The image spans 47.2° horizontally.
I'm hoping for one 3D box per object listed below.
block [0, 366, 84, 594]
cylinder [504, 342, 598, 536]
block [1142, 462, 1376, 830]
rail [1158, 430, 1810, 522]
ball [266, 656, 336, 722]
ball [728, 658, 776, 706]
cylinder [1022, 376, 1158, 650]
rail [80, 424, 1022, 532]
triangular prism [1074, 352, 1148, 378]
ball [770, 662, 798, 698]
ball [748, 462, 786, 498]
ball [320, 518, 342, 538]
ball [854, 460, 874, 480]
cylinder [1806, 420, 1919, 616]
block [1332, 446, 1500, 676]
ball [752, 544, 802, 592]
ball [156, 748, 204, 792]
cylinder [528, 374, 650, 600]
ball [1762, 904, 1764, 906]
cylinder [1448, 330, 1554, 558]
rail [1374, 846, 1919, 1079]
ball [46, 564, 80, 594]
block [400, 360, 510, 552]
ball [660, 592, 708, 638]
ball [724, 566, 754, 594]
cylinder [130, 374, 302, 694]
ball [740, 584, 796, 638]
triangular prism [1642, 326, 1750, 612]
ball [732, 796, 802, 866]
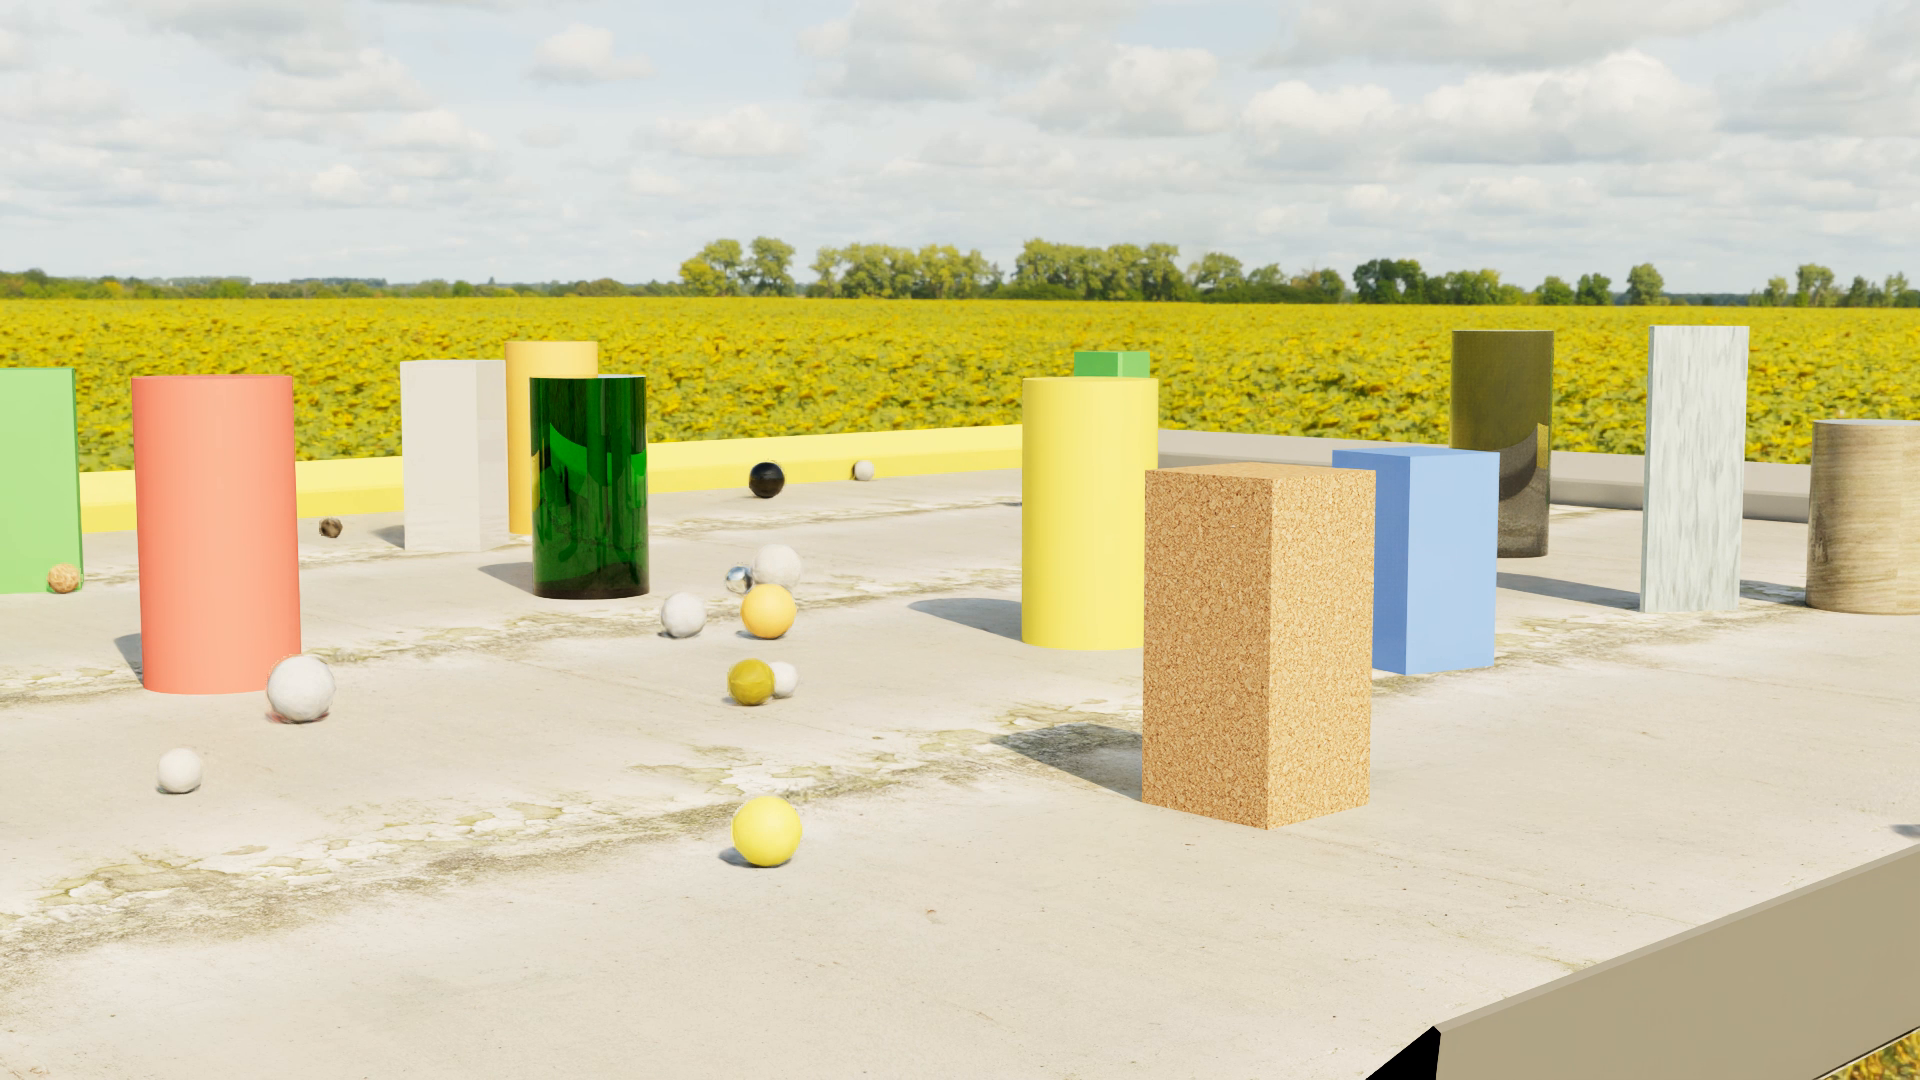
[{"bbox_3d":[-1.462,-0.096,3.453,0.143,0.344,0.143,-2,6,-20],"label":"block"},{"bbox_3d":[-0.800,-0.203,4.321,0.179,0.372,0.179,0,6,0],"label":"cylinder"},{"bbox_3d":[0.265,0.087,1.953,0.143,0.299,0.143,-6,8,-43],"label":"block"},{"bbox_3d":[1.506,-0.118,4.714,0.045,0.116,3.736,-6,8,-42],"label":"rail"},{"bbox_3d":[-0.704,0.159,2.351,0.071,0.071,0.071,0,6,0],"label":"ball"},{"bbox_3d":[-0.232,0.158,2.448,0.053,0.053,0.053,0,6,0],"label":"ball"},{"bbox_3d":[0.171,-0.039,2.910,0.179,0.347,0.179,0,6,0],"label":"cylinder"},{"bbox_3d":[-1.251,-0.114,4.680,4.145,0.116,0.045,-6,8,-42],"label":"rail"},{"bbox_3d":[0.338,-0.218,4.580,0.134,0.347,0.155,-4,7,-33],"label":"triangular prism"},{"bbox_3d":[-0.204,0.158,2.494,0.042,0.042,0.042,0,6,0],"label":"ball"},{"bbox_3d":[-0.445,-0.138,5.058,0.086,0.086,0.086,0,6,0],"label":"ball"},{"bbox_3d":[-1.200,-0.023,4.196,0.040,0.040,0.040,0,6,0],"label":"ball"},{"bbox_3d":[-0.242,-0.176,5.564,0.053,0.053,0.053,0,6,0],"label":"ball"},{"bbox_3d":[1.342,-0.036,3.230,0.179,0.273,0.179,0,6,0],"label":"cylinder"},{"bbox_3d":[0.562,0.021,2.732,0.143,0.264,0.143,-4,7,-30],"label":"block"},{"bbox_3d":[-0.281,0.045,3.379,0.079,0.079,0.079,0,6,0],"label":"ball"},{"bbox_3d":[-0.714,0.211,2.012,0.041,0.041,0.041,0,6,0],"label":"ball"},{"bbox_3d":[-0.571,-0.085,3.393,0.179,0.335,0.179,0,6,0],"label":"cylinder"},{"bbox_3d":[0.525,0.263,1.395,0.068,0.068,0.068,0,6,0],"label":"ball"},{"bbox_3d":[0.966,-0.175,3.935,0.179,0.398,0.179,0,6,0],"label":"cylinder"},{"bbox_3d":[1.251,0.175,1.985,4.145,0.116,0.045,-6,8,-42],"label":"rail"},{"bbox_3d":[-1.384,0.059,3.396,0.047,0.047,0.047,0,6,0],"label":"ball"},{"bbox_3d":[-0.924,-0.157,4.032,0.143,0.342,0.143,1,6,10],"label":"block"},{"bbox_3d":[-0.369,0.101,2.941,0.062,0.062,0.062,0,6,0],"label":"ball"},{"bbox_3d":[-0.341,0.061,3.397,0.044,0.044,0.044,0,6,0],"label":"ball"},{"bbox_3d":[-0.873,-0.011,2.586,0.179,0.360,0.179,0,6,0],"label":"cylinder"},{"bbox_3d":[-0.256,0.095,2.938,0.074,0.074,0.074,0,6,0],"label":"ball"},{"bbox_3d":[1.051,-0.109,3.246,0.155,0.413,0.134,-1,6,-12],"label":"triangular prism"},{"bbox_3d":[-0.153,0.231,1.749,0.055,0.055,0.055,0,6,0],"label":"ball"}]
